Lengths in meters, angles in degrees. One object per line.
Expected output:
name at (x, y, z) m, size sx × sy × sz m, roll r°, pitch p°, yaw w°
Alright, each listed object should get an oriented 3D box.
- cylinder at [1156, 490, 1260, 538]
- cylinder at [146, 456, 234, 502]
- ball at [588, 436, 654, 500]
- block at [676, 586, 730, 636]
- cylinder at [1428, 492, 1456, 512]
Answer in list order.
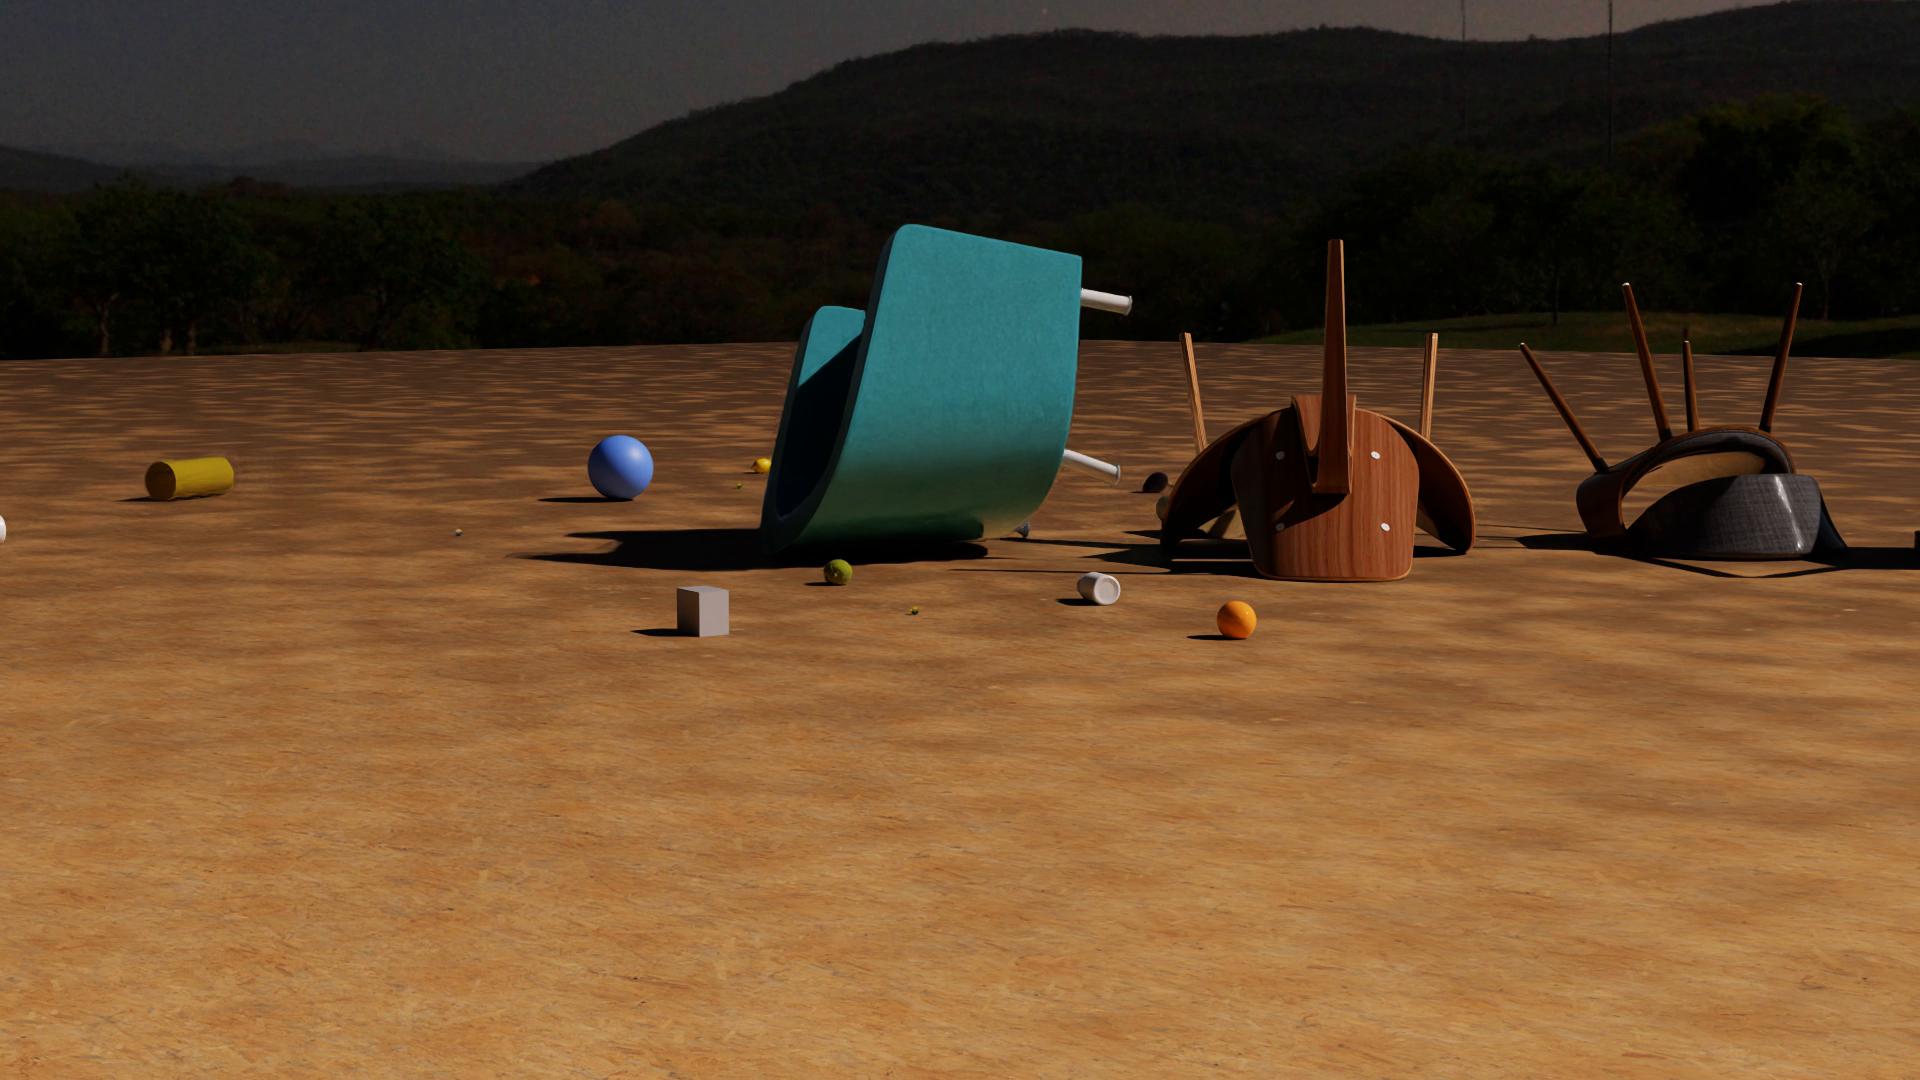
cylinder at (0.630, -0.068, 6.543) m, size 0.194 × 0.107 × 0.193 m, roll 4°, pitch 4°, yaw -25°
cylinder at (-2.285, -0.182, 7.618) m, size 0.113 × 0.116 × 0.256 m, roll -17°, pitch -1°, yaw 24°
ball at (-0.997, -0.212, 7.536) m, size 0.192 × 0.192 × 0.192 m, roll 0°, pitch 6°, yaw 0°
block at (-0.475, 0.131, 4.740) m, size 0.062 × 0.082 × 0.085 m, roll -4°, pitch 7°, yaw -34°
cylinder at (1.350, -0.106, 7.189) m, size 0.080 × 0.051 × 0.061 m, roll 1°, pitch 6°, yaw 9°
